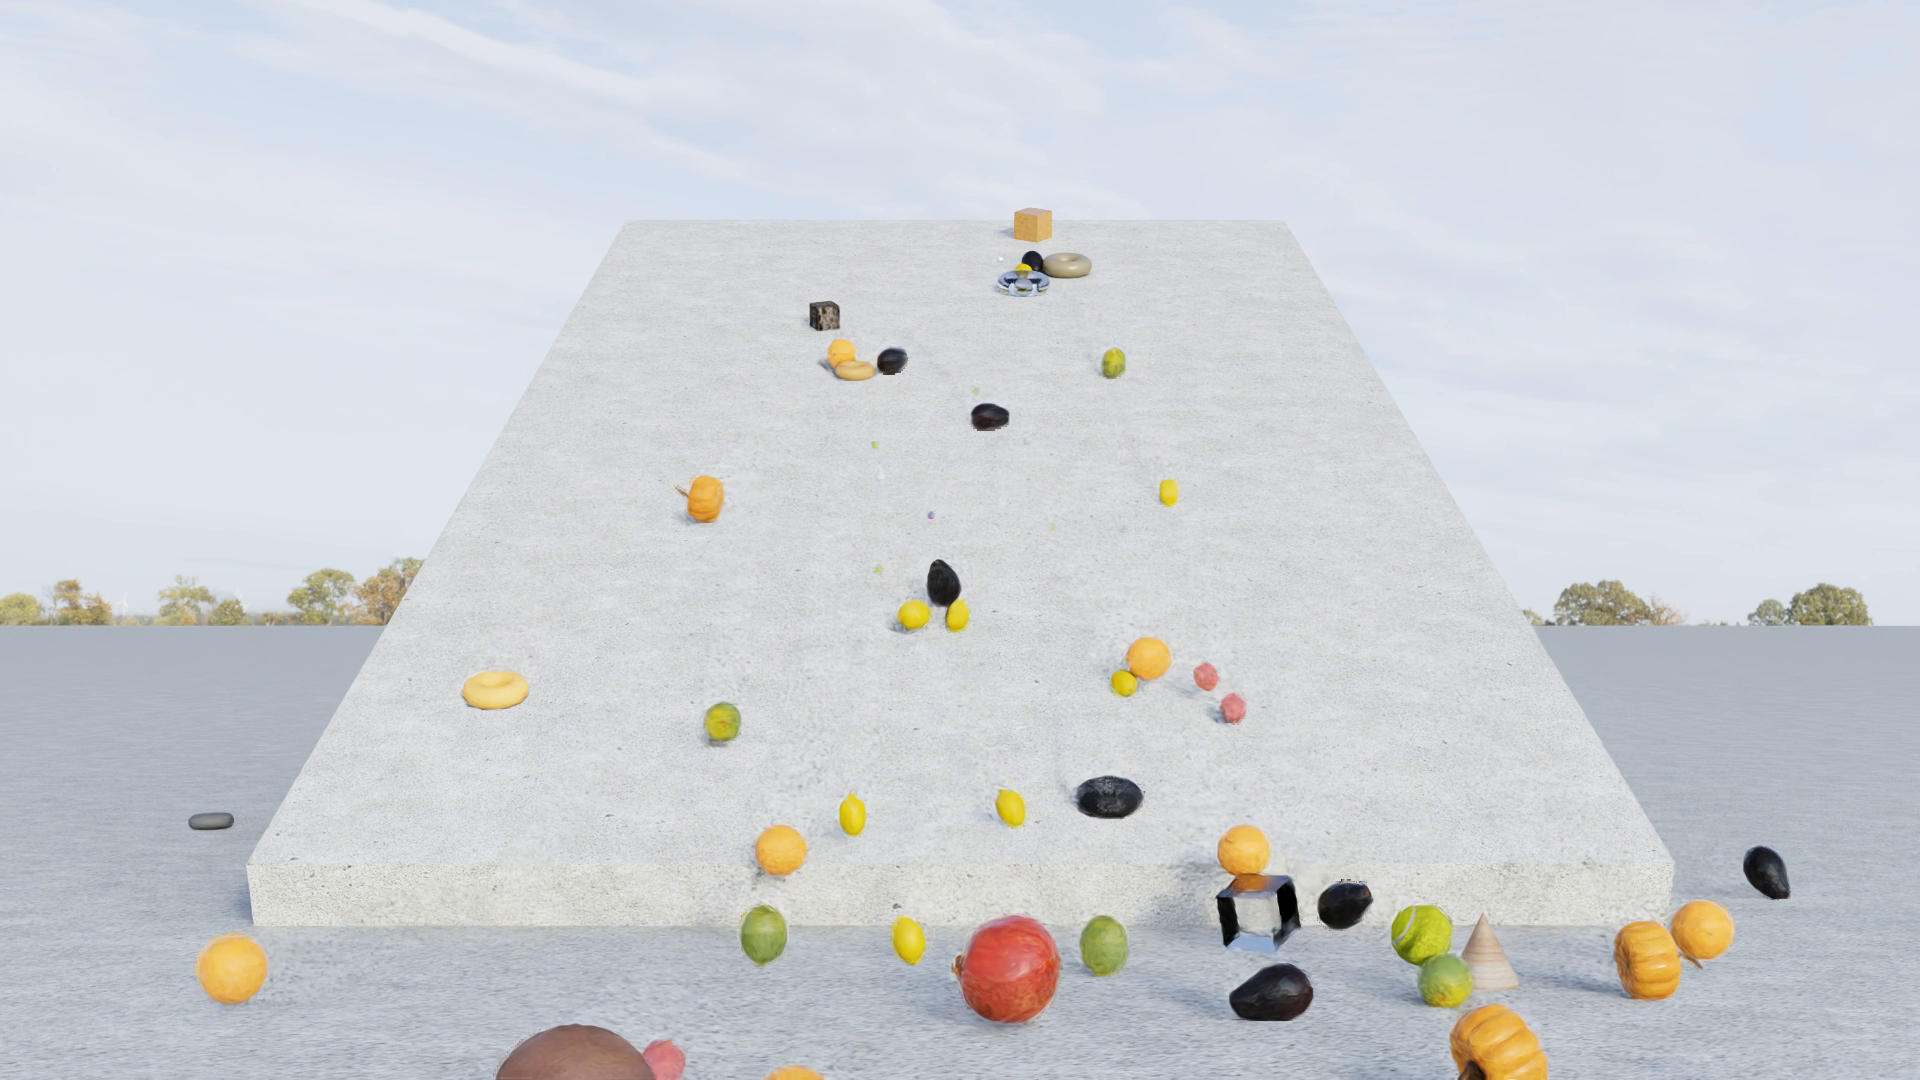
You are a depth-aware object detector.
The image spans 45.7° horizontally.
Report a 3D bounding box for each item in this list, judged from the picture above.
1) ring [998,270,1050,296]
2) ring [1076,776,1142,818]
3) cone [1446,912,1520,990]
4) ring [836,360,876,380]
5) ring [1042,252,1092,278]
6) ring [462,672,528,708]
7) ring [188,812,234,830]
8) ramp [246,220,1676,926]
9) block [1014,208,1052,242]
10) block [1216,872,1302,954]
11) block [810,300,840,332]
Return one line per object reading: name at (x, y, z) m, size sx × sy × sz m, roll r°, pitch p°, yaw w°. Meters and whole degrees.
ring at (0.171, -0.690, 6.120) m, size 0.143 × 0.048 × 0.143 m, roll 1°, pitch 20°, yaw 0°
ring at (0.219, 0.377, 3.345) m, size 0.098 × 0.033 × 0.098 m, roll 0°, pitch 20°, yaw 0°
cone at (0.622, 0.485, 2.710) m, size 0.087 × 0.087 × 0.087 m, roll 0°, pitch -2°, yaw 0°
ring at (-0.246, -0.400, 5.380) m, size 0.094 × 0.031 × 0.094 m, roll 1°, pitch 20°, yaw 0°
ring at (0.295, -0.759, 6.303) m, size 0.140 × 0.047 × 0.140 m, roll 0°, pitch 22°, yaw 0°
ring at (-0.752, 0.242, 3.690) m, size 0.105 × 0.035 × 0.105 m, roll 1°, pitch 20°, yaw 0°
ring at (-1.553, 0.583, 4.728) m, size 0.091 × 0.030 × 0.091 m, roll -1°, pitch -2°, yaw 0°
ramp at (-0.006, -0.214, 5.078) m, size 2.000 × 0.100 × 4.000 m, roll 0°, pitch 21°, yaw 0°
block at (0.214, -0.925, 6.689) m, size 0.080 × 0.080 × 0.080 m, roll 14°, pitch 25°, yaw 32°
block at (0.393, 0.490, 3.000) m, size 0.075 × 0.075 × 0.075 m, roll -1°, pitch 16°, yaw 36°
block at (-0.343, -0.568, 5.780) m, size 0.060 × 0.060 × 0.060 m, roll -9°, pitch 23°, yaw -22°
